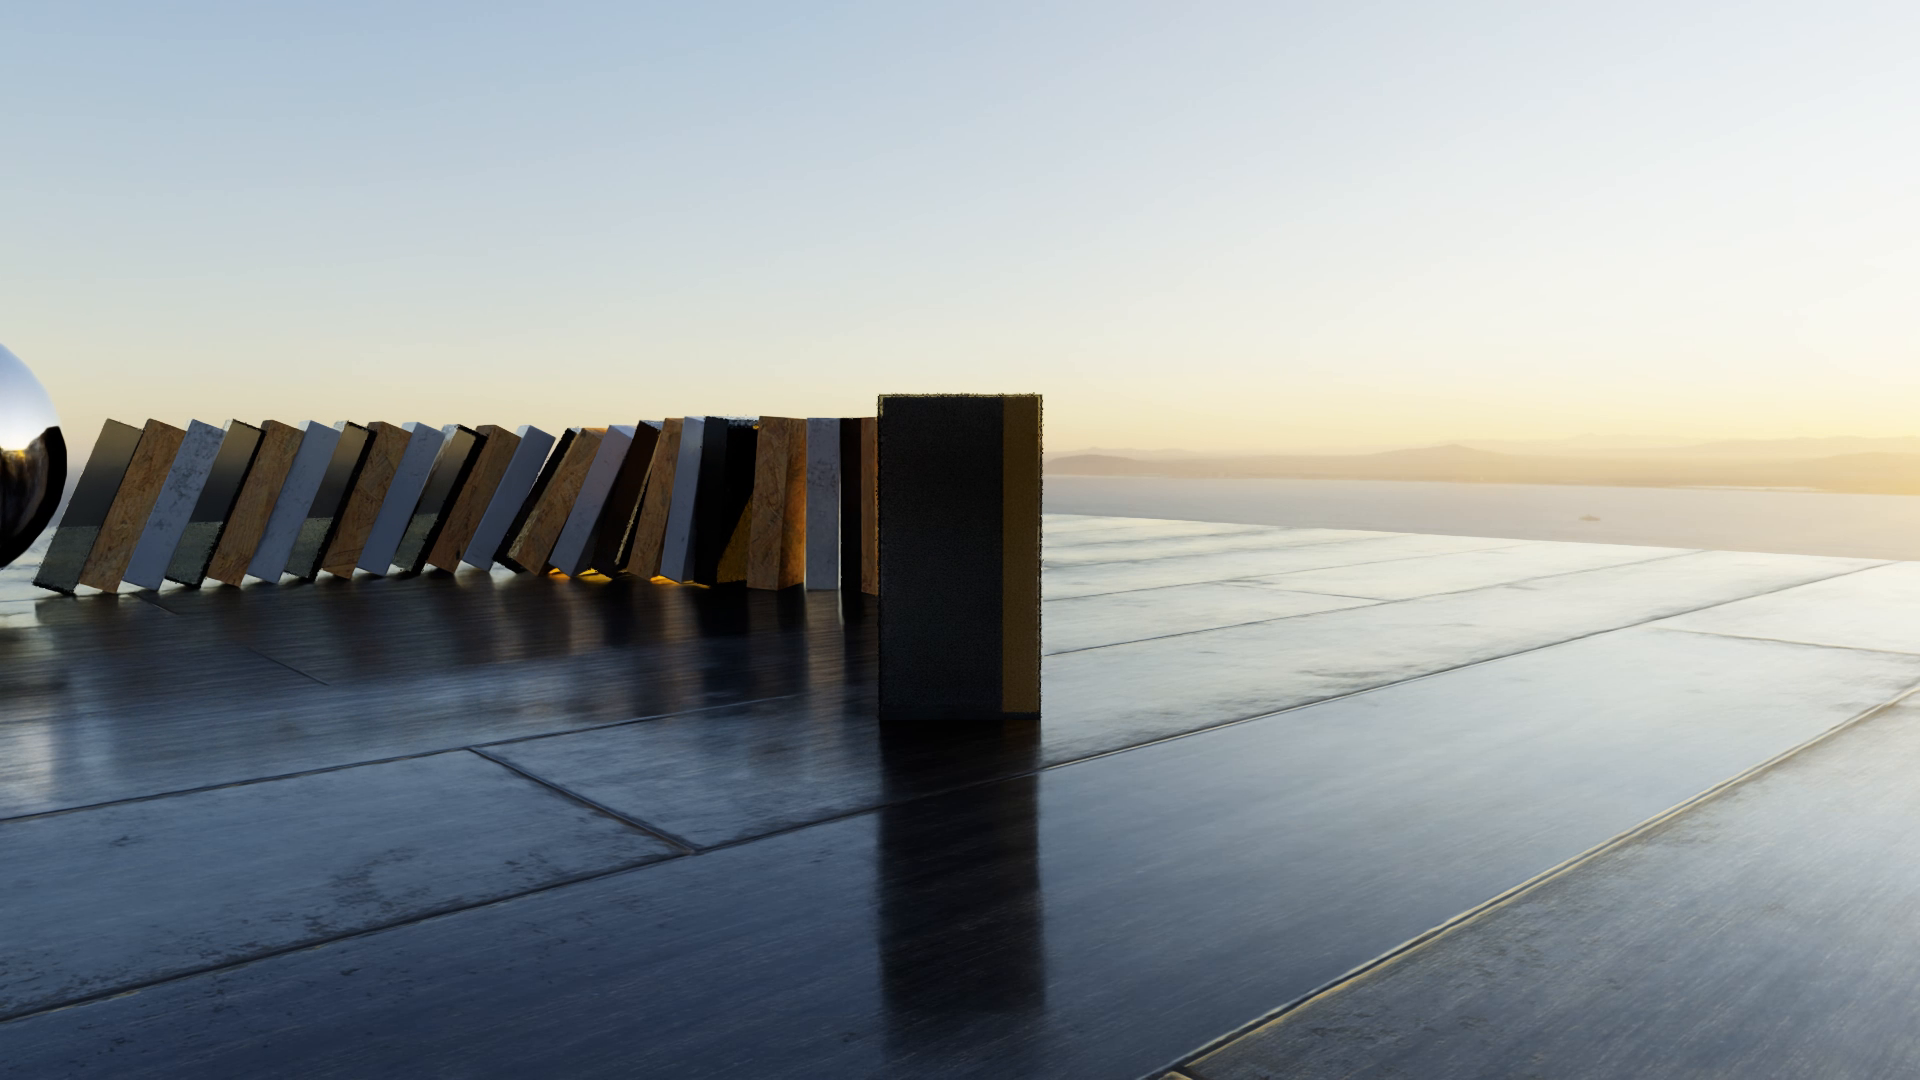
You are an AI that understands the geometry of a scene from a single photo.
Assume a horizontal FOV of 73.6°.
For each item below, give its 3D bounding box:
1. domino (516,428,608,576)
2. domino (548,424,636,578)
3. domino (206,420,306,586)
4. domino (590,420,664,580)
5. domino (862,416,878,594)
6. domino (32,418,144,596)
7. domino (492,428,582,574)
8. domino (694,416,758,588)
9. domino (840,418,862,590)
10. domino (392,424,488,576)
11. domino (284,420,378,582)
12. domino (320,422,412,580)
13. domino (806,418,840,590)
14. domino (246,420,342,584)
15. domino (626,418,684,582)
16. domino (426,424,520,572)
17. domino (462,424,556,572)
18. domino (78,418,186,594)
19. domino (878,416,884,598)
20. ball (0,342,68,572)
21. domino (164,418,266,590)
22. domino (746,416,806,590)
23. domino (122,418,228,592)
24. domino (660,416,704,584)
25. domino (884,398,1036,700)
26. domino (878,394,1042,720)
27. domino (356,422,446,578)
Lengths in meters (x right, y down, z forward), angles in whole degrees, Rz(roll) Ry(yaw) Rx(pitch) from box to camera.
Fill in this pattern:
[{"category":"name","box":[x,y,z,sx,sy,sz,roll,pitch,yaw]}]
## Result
[{"category":"domino","box":[-0.124,-0.013,0.421,0.010,0.050,0.025,33,12,12]},{"category":"domino","box":[-0.112,-0.013,0.415,0.009,0.050,0.025,31,14,15]},{"category":"domino","box":[-0.217,-0.012,0.393,0.009,0.050,0.025,24,-10,-33]},{"category":"domino","box":[-0.100,-0.013,0.411,0.010,0.050,0.025,25,12,16]},{"category":"domino","box":[-0.015,-0.010,0.369,0.025,0.050,0.009,-2,5,-28]},{"category":"domino","box":[-0.251,-0.010,0.370,0.009,0.050,0.025,24,-10,-33]},{"category":"domino","box":[-0.137,-0.014,0.431,0.010,0.050,0.025,31,3,-3]},{"category":"domino","box":[-0.067,-0.012,0.389,0.010,0.050,0.025,11,10,33]},{"category":"domino","box":[-0.024,-0.011,0.382,0.009,0.050,0.025,3,5,31]},{"category":"domino","box":[-0.176,-0.014,0.427,0.010,0.050,0.025,29,-12,-32]},{"category":"domino","box":[-0.202,-0.013,0.408,0.009,0.050,0.025,25,-10,-33]},{"category":"domino","box":[-0.194,-0.013,0.414,0.010,0.050,0.025,25,-10,-33]},{"category":"domino","box":[-0.040,-0.011,0.384,0.009,0.050,0.025,1,4,1]},{"category":"domino","box":[-0.209,-0.012,0.400,0.009,0.050,0.025,25,-10,-33]},{"category":"domino","box":[-0.088,-0.013,0.405,0.010,0.050,0.025,21,12,21]},{"category":"domino","box":[-0.167,-0.014,0.433,0.009,0.050,0.025,29,-13,-31]},{"category":"domino","box":[-0.155,-0.015,0.437,0.009,0.050,0.025,28,-9,-26]},{"category":"domino","box":[-0.242,-0.011,0.375,0.010,0.050,0.025,24,-10,-33]},{"category":"domino","box":[-0.009,-0.009,0.355,0.025,0.050,0.009,-1,5,-18]},{"category":"ball","box":[-0.283,-0.023,0.337,0.080,0.080,0.080,0,4,0]},{"category":"domino","box":[-0.225,-0.011,0.387,0.009,0.050,0.025,24,-10,-33]},{"category":"domino","box":[-0.053,-0.012,0.383,0.010,0.050,0.025,6,5,11]},{"category":"domino","box":[-0.234,-0.011,0.381,0.009,0.050,0.025,24,-10,-33]},{"category":"domino","box":[-0.077,-0.013,0.397,0.009,0.050,0.025,19,14,32]},{"category":"domino","box":[0.000,0.001,0.216,0.025,0.050,0.010,0,4,1]},{"category":"domino","box":[0.000,0.002,0.201,0.025,0.050,0.009,0,4,0]},{"category":"domino","box":[-0.186,-0.014,0.421,0.009,0.050,0.025,25,-10,-32]}]
